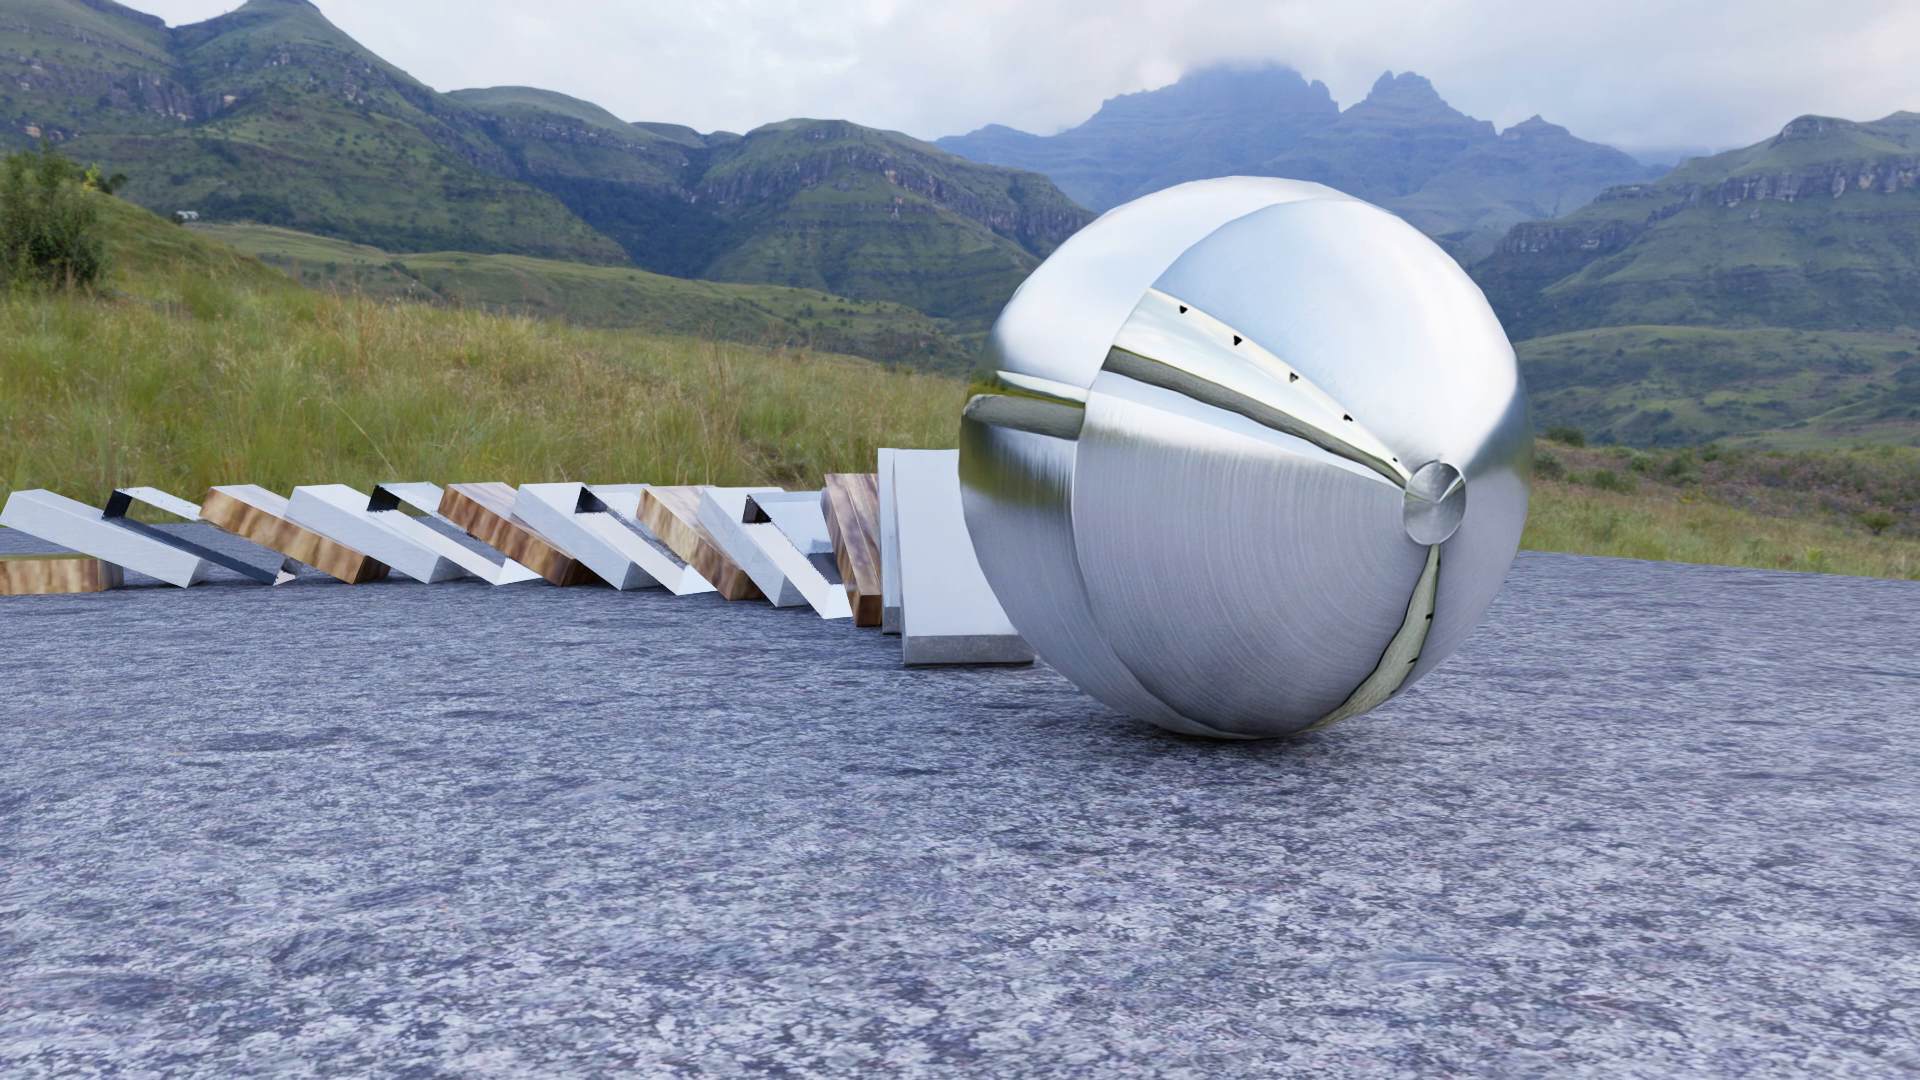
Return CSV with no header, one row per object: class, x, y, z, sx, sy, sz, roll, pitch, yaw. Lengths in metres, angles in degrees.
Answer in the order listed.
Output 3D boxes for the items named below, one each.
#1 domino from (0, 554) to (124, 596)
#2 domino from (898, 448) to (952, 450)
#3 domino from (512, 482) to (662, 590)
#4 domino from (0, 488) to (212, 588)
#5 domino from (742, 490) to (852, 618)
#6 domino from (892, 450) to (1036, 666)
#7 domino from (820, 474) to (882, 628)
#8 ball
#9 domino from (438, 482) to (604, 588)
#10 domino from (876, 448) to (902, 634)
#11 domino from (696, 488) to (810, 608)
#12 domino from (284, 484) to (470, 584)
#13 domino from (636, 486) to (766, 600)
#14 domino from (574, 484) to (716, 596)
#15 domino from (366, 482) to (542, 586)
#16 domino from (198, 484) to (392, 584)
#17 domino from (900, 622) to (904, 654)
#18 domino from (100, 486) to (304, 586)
domino,-0.276,0.010,0.373,0.050,0.010,0.025,-1,5,-19
domino,-0.001,0.000,0.288,0.025,0.009,0.050,0,47,-6
domino,-0.110,-0.002,0.392,0.050,0.010,0.025,31,18,25
domino,-0.252,-0.001,0.382,0.050,0.010,0.025,24,-4,-20
domino,-0.035,0.003,0.335,0.025,0.009,0.050,-3,30,-35
domino,0.000,0.002,0.260,0.025,0.009,0.050,0,48,-6
domino,-0.018,0.001,0.318,0.025,0.009,0.050,-1,37,-17
ball,0.040,-0.011,0.186,0.080,0.080,0.080,0,4,0
domino,-0.134,-0.002,0.398,0.050,0.009,0.025,28,13,16
domino,-0.006,-0.001,0.301,0.025,0.009,0.050,0,47,-6
domino,-0.050,0.001,0.354,0.025,0.010,0.050,-2,30,-38
domino,-0.181,-0.002,0.403,0.050,0.009,0.025,25,6,4
domino,-0.069,0.000,0.369,0.025,0.010,0.050,-4,31,-46
domino,-0.089,-0.001,0.382,0.050,0.009,0.025,33,22,30
domino,-0.157,-0.003,0.403,0.050,0.009,0.025,27,10,11
domino,-0.205,-0.002,0.400,0.050,0.010,0.025,25,3,-3
domino,-0.001,0.001,0.274,0.025,0.009,0.050,0,47,-6
domino,-0.229,-0.001,0.392,0.050,0.009,0.025,24,-1,-12
